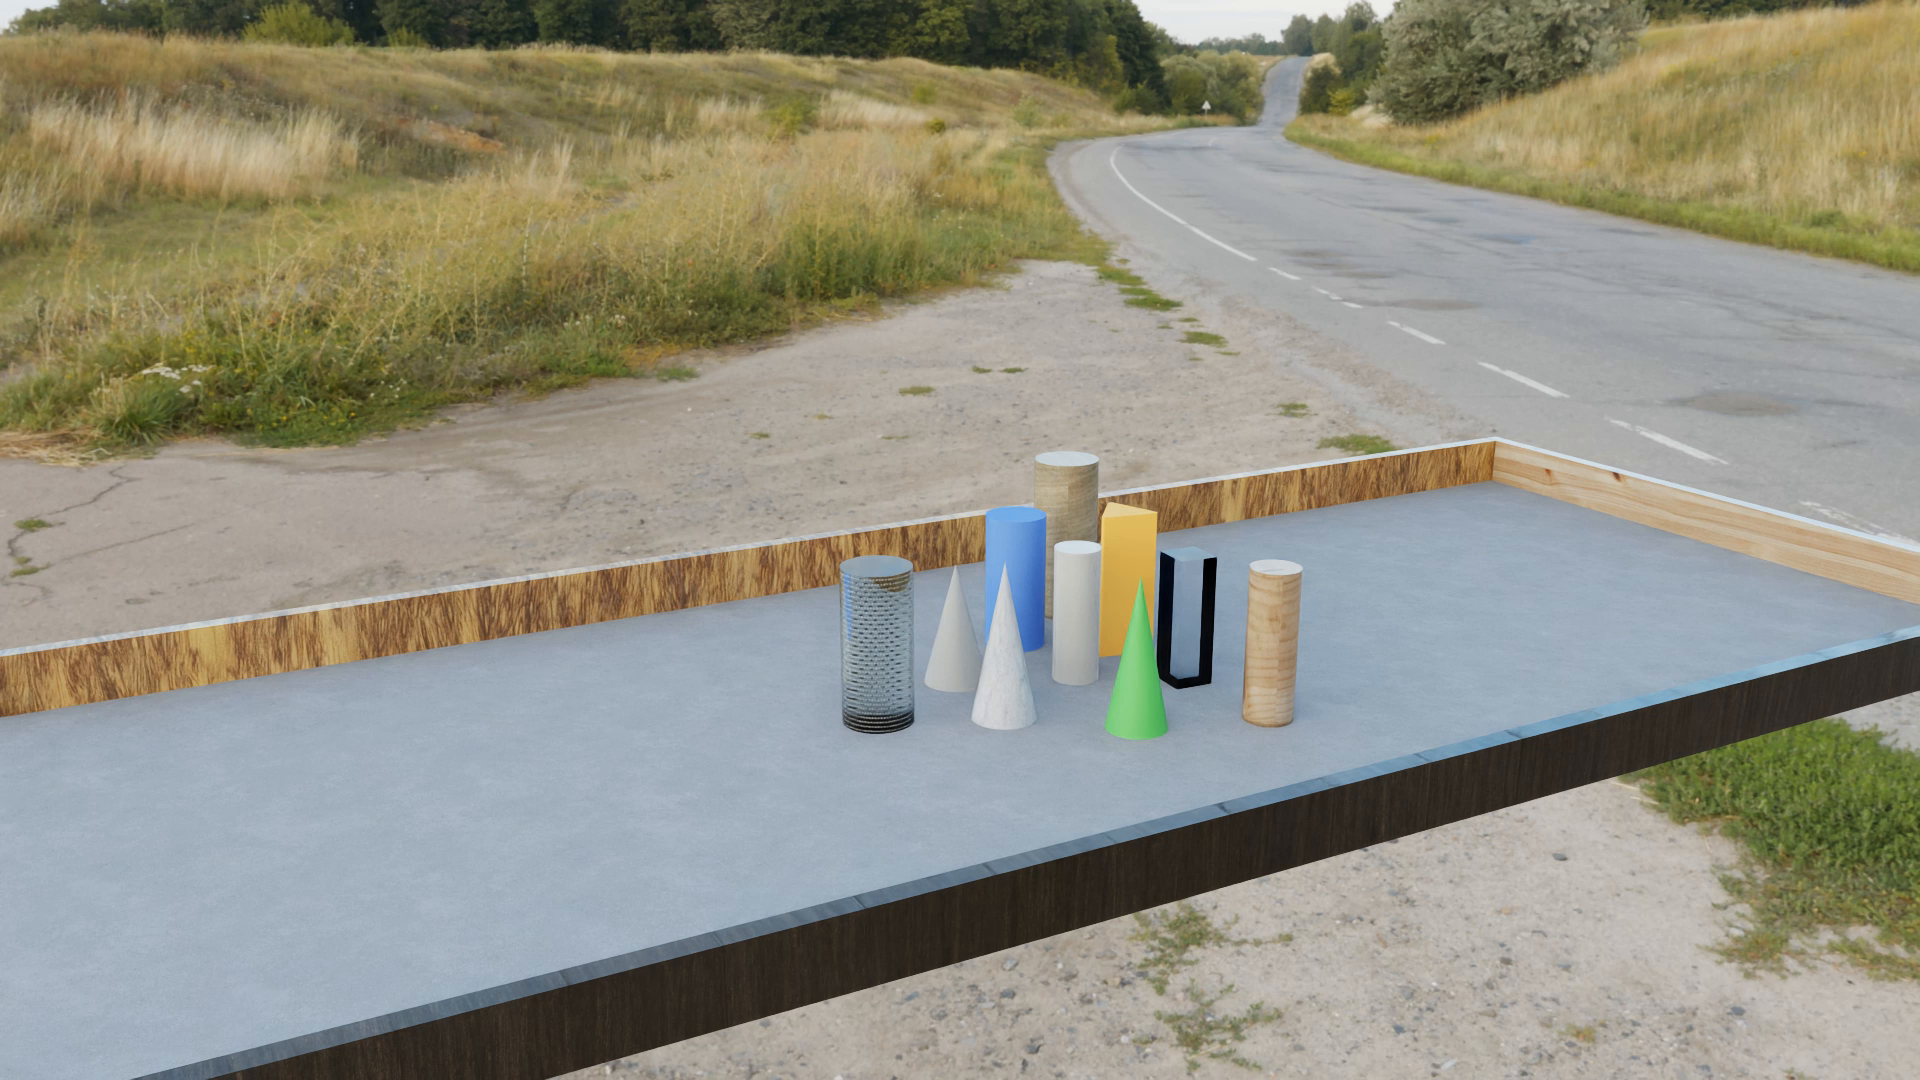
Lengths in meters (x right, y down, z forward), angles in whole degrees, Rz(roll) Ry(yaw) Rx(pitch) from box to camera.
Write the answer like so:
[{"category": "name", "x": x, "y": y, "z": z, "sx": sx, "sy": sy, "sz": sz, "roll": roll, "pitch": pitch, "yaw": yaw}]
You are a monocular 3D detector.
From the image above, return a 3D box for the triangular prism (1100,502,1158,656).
[{"category": "triangular prism", "x": 0.417, "y": 0.100, "z": 4.345, "sx": 0.153, "sy": 0.378, "sz": 0.132, "roll": -5, "pitch": 17, "yaw": -18}]

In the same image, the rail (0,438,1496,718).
[{"category": "rail", "x": -3.305, "y": 0.497, "z": 3.399, "sx": 12.000, "sy": 0.150, "sz": 0.050, "roll": -9, "pitch": 18, "yaw": -27}]

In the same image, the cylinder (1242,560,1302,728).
[{"category": "cylinder", "x": 0.731, "y": 0.242, "z": 3.866, "sx": 0.122, "sy": 0.374, "sz": 0.122, "roll": 0, "pitch": 16, "yaw": 0}]

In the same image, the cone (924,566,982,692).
[{"category": "cone", "x": -0.011, "y": 0.206, "z": 4.110, "sx": 0.161, "sy": 0.308, "sz": 0.161, "roll": 0, "pitch": 16, "yaw": 0}]

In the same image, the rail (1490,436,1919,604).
[{"category": "rail", "x": 2.466, "y": -0.048, "z": 5.253, "sx": 0.050, "sy": 0.150, "sz": 2.100, "roll": -9, "pitch": 18, "yaw": -27}]

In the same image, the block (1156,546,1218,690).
[{"category": "block", "x": 0.563, "y": 0.193, "z": 4.109, "sx": 0.101, "sy": 0.331, "sz": 0.101, "roll": -7, "pitch": 18, "yaw": -23}]

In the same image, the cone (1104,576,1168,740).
[{"category": "cone", "x": 0.413, "y": 0.260, "z": 3.811, "sx": 0.148, "sy": 0.372, "sz": 0.148, "roll": 0, "pitch": 16, "yaw": 0}]

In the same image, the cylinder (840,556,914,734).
[{"category": "cylinder", "x": -0.193, "y": 0.243, "z": 3.853, "sx": 0.171, "sy": 0.381, "sz": 0.171, "roll": 0, "pitch": 16, "yaw": 0}]

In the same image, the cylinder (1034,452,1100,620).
[{"category": "cylinder", "x": 0.295, "y": -0.013, "z": 4.616, "sx": 0.178, "sy": 0.441, "sz": 0.178, "roll": 0, "pitch": 16, "yaw": 0}]

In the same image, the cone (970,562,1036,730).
[{"category": "cone", "x": 0.104, "y": 0.235, "z": 3.870, "sx": 0.157, "sy": 0.386, "sz": 0.157, "roll": 0, "pitch": 16, "yaw": 0}]

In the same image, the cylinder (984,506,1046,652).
[{"category": "cylinder", "x": 0.147, "y": 0.104, "z": 4.370, "sx": 0.159, "sy": 0.356, "sz": 0.159, "roll": 0, "pitch": 16, "yaw": 0}]

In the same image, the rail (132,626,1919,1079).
[{"category": "rail", "x": -2.336, "y": 1.006, "z": 1.665, "sx": 12.000, "sy": 0.150, "sz": 0.050, "roll": -9, "pitch": 18, "yaw": -27}]

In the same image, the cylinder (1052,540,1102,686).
[{"category": "cylinder", "x": 0.292, "y": 0.182, "z": 4.128, "sx": 0.118, "sy": 0.343, "sz": 0.118, "roll": 0, "pitch": 16, "yaw": 0}]
